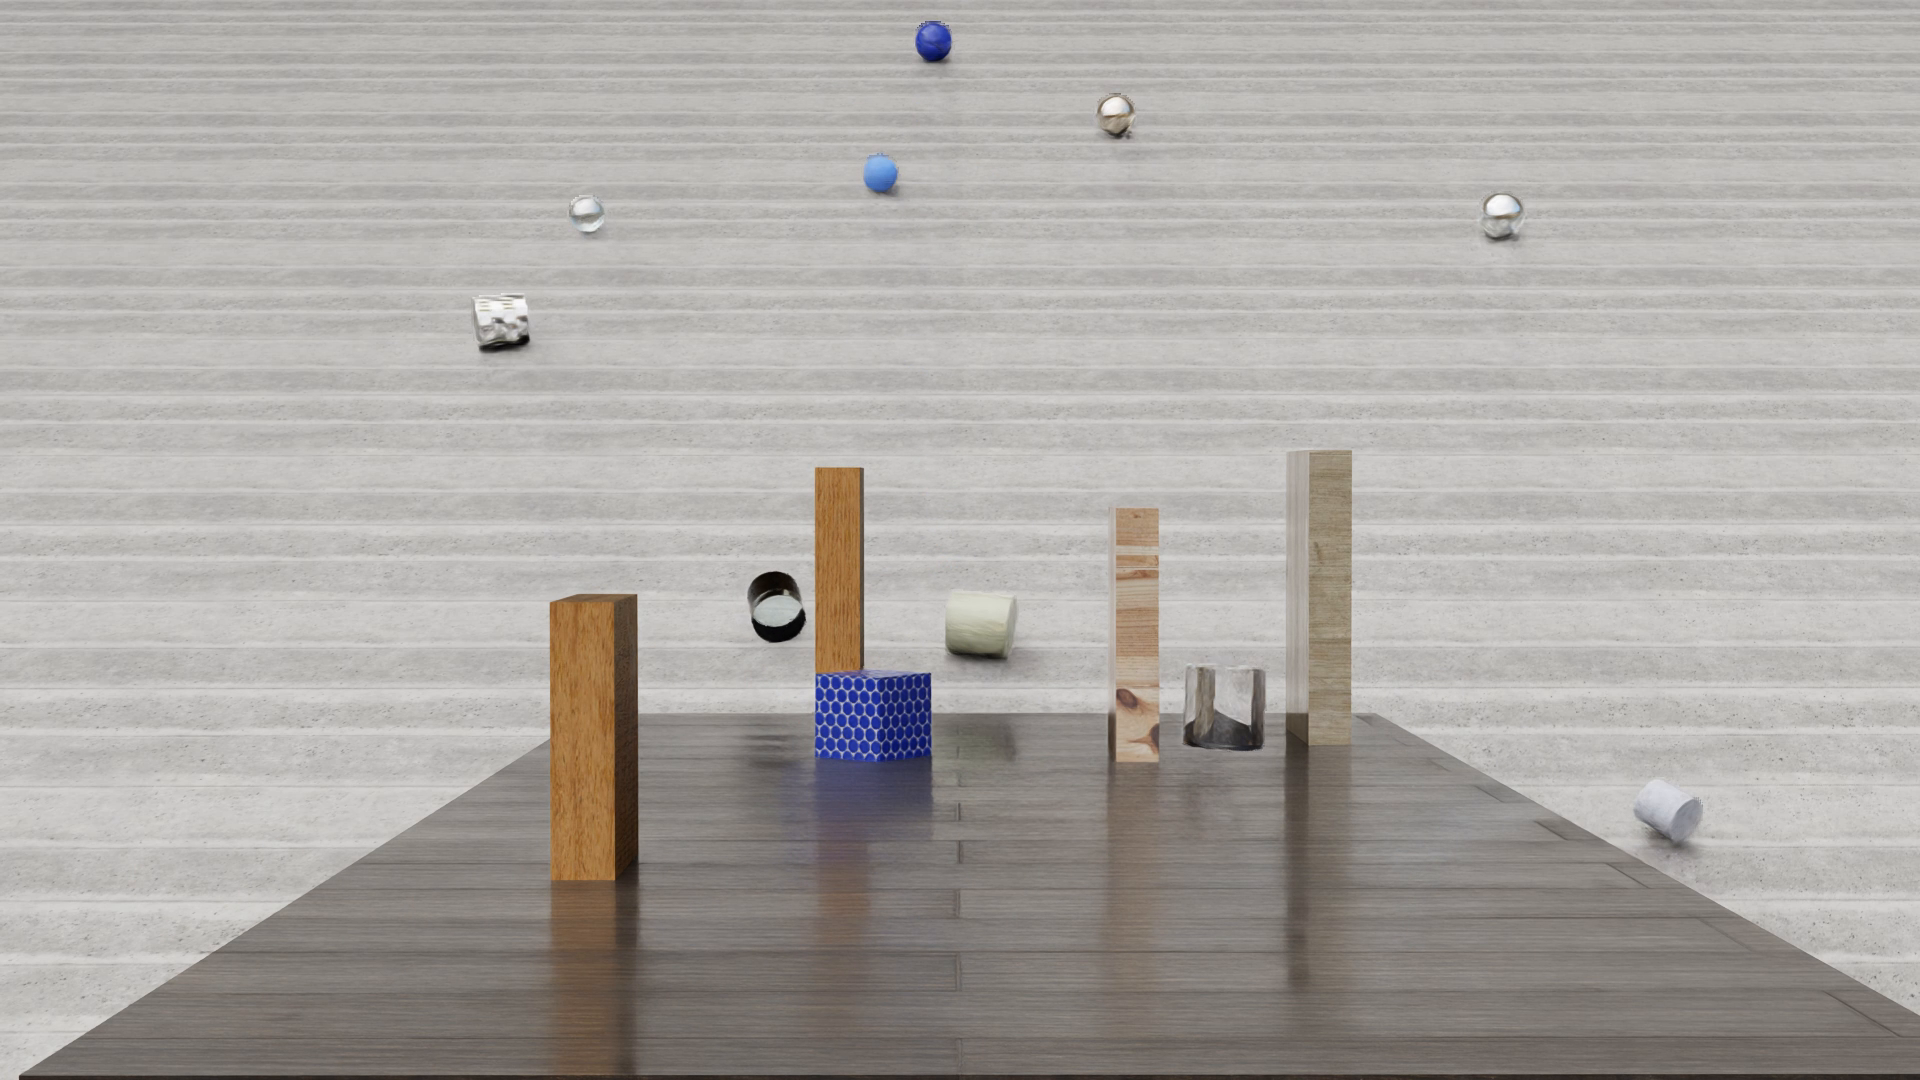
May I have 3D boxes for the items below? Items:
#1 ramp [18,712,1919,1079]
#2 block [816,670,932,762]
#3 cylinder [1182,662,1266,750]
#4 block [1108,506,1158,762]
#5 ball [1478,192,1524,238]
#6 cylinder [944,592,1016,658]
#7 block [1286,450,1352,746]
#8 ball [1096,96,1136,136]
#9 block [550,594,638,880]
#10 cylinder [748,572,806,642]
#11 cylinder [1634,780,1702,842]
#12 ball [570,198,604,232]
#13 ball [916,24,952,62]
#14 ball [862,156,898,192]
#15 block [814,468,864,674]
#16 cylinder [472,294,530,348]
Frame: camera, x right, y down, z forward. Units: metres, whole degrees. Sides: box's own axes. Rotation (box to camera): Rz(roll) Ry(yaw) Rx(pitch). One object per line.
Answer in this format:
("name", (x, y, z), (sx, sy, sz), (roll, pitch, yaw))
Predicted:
("ramp", (0.059, 0.537, 4.573), (2.000, 0.100, 4.000), (0, 1, 0))
("block", (-0.186, 0.375, 5.550), (0.178, 0.178, 0.178), (1, 2, 37))
("cylinder", (0.548, 0.344, 5.345), (0.165, 0.165, 0.165), (3, 2, 0))
("block", (0.372, 0.197, 5.555), (0.090, 0.534, 0.274), (0, 1, 0))
("ball", (2.108, -1.263, 10.044), (0.176, 0.176, 0.176), (0, 26, 0))
("cylinder", (0.057, 0.231, 7.016), (0.166, 0.166, 0.166), (6, 27, 11))
("block", (0.827, 0.124, 5.962), (0.095, 0.660, 0.401), (0, 1, 0))
("ball", (0.679, -1.850, 11.246), (0.169, 0.169, 0.169), (0, 26, 0))
("block", (-0.559, 0.295, 3.962), (0.095, 0.412, 0.283), (0, 1, 0))
("cylinder", (-0.509, 0.185, 7.132), (0.147, 0.147, 0.147), (-4, 26, -9))
("cylinder", (1.693, 0.646, 6.171), (0.111, 0.111, 0.111), (-17, 31, -31))
("ball", (-1.461, -1.274, 10.111), (0.137, 0.137, 0.137), (0, 26, 0))
("ball", (-0.125, -2.373, 12.300), (0.178, 0.178, 0.178), (0, 26, 0))
("ball", (-0.328, -1.499, 10.562), (0.143, 0.143, 0.143), (0, 26, 0))
("block", (-0.268, 0.148, 5.782), (0.098, 0.621, 0.267), (0, 1, 0))
("cylinder", (-1.607, -0.765, 9.031), (0.174, 0.174, 0.174), (-7, 27, -15))
